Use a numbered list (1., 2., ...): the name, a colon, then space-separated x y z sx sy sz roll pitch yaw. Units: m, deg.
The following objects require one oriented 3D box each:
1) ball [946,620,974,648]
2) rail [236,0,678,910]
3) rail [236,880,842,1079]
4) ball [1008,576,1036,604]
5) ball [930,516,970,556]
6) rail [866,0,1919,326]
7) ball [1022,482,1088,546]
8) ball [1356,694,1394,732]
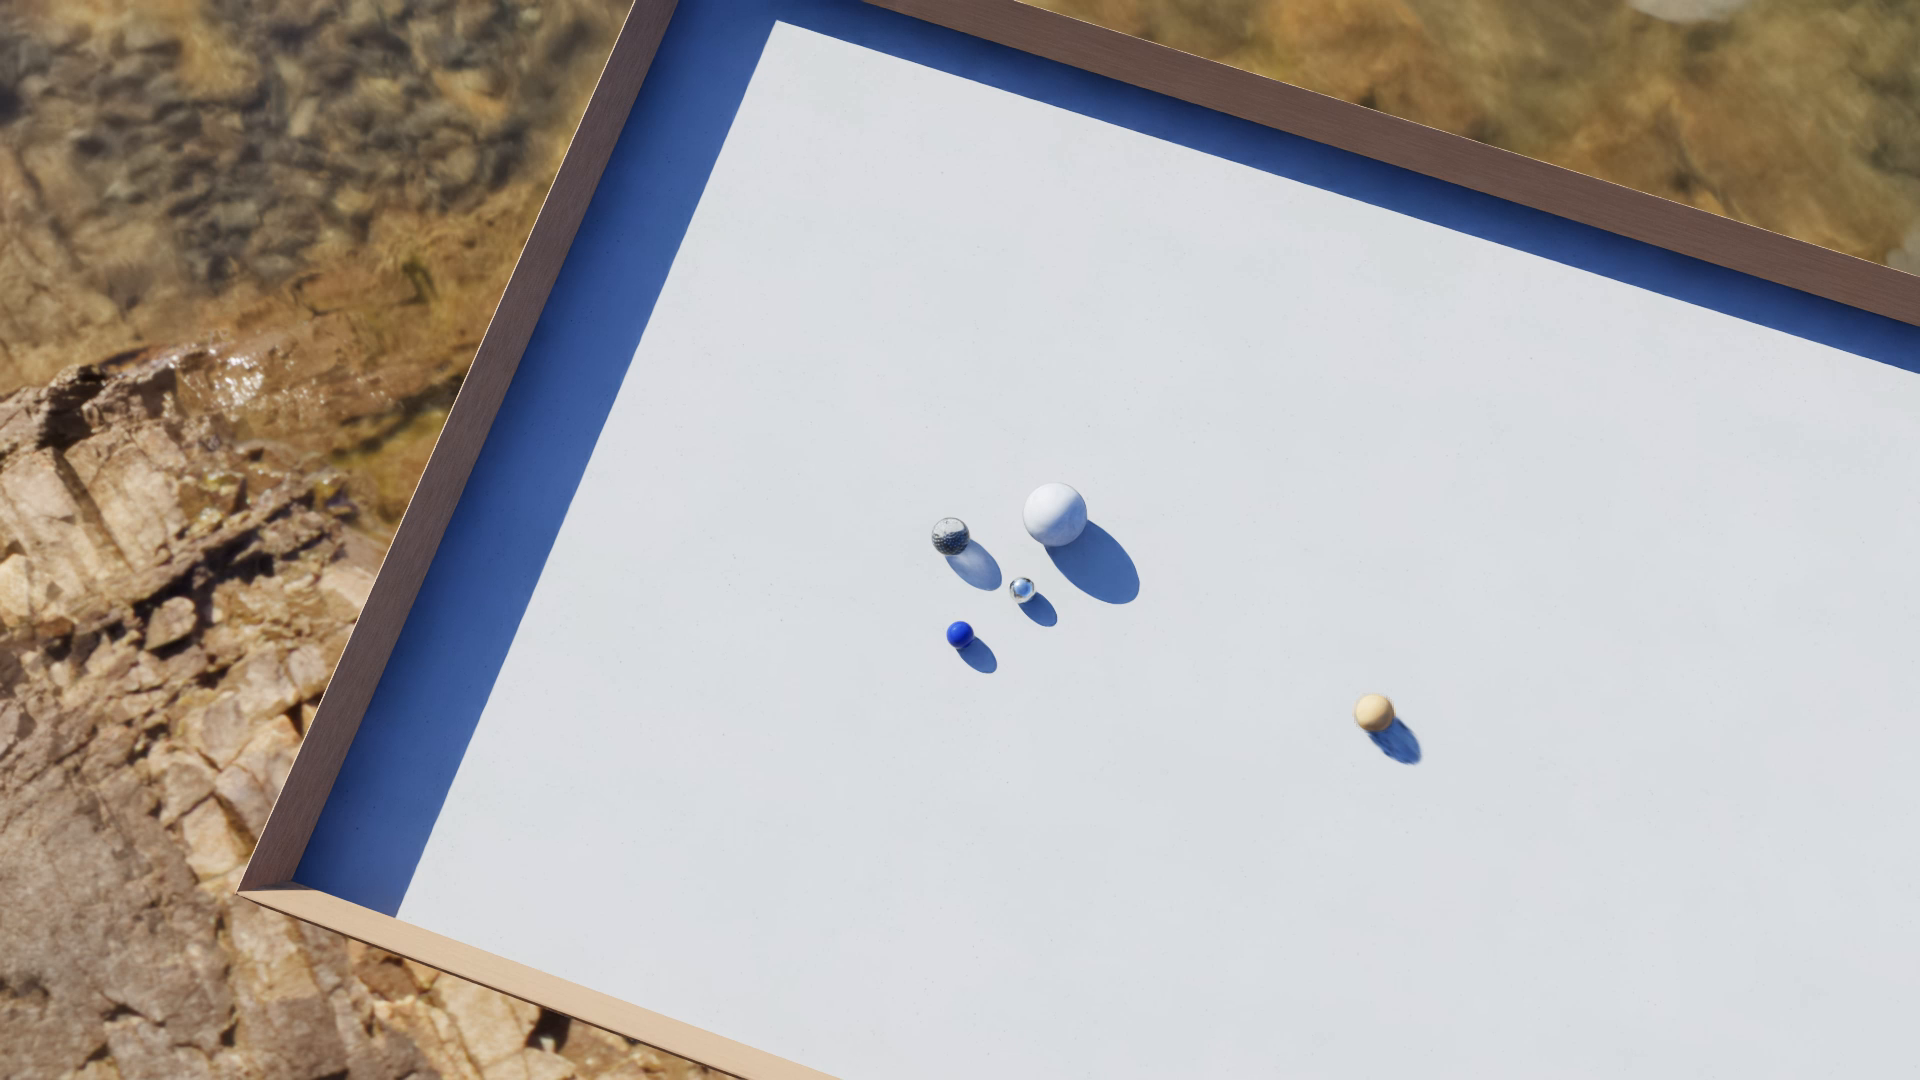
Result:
1. ball: 0.000 0.145 3.361 0.043 0.043 0.043 0 72 0
2. rail: -0.726 -0.252 3.440 0.045 0.130 1.738 18 73 6
3. rail: 0.470 0.999 3.043 3.168 0.130 0.045 18 73 6
4. ball: 0.096 0.077 3.383 0.042 0.042 0.042 0 72 0
5. ball: -0.014 -0.005 3.399 0.061 0.061 0.061 0 72 0
6. rail: 1.026 -0.523 3.526 3.168 0.130 0.045 18 73 6
7. ball: 0.146 -0.039 3.390 0.100 0.100 0.100 0 72 0
8. ball: 0.625 0.261 3.316 0.058 0.058 0.058 0 72 0
